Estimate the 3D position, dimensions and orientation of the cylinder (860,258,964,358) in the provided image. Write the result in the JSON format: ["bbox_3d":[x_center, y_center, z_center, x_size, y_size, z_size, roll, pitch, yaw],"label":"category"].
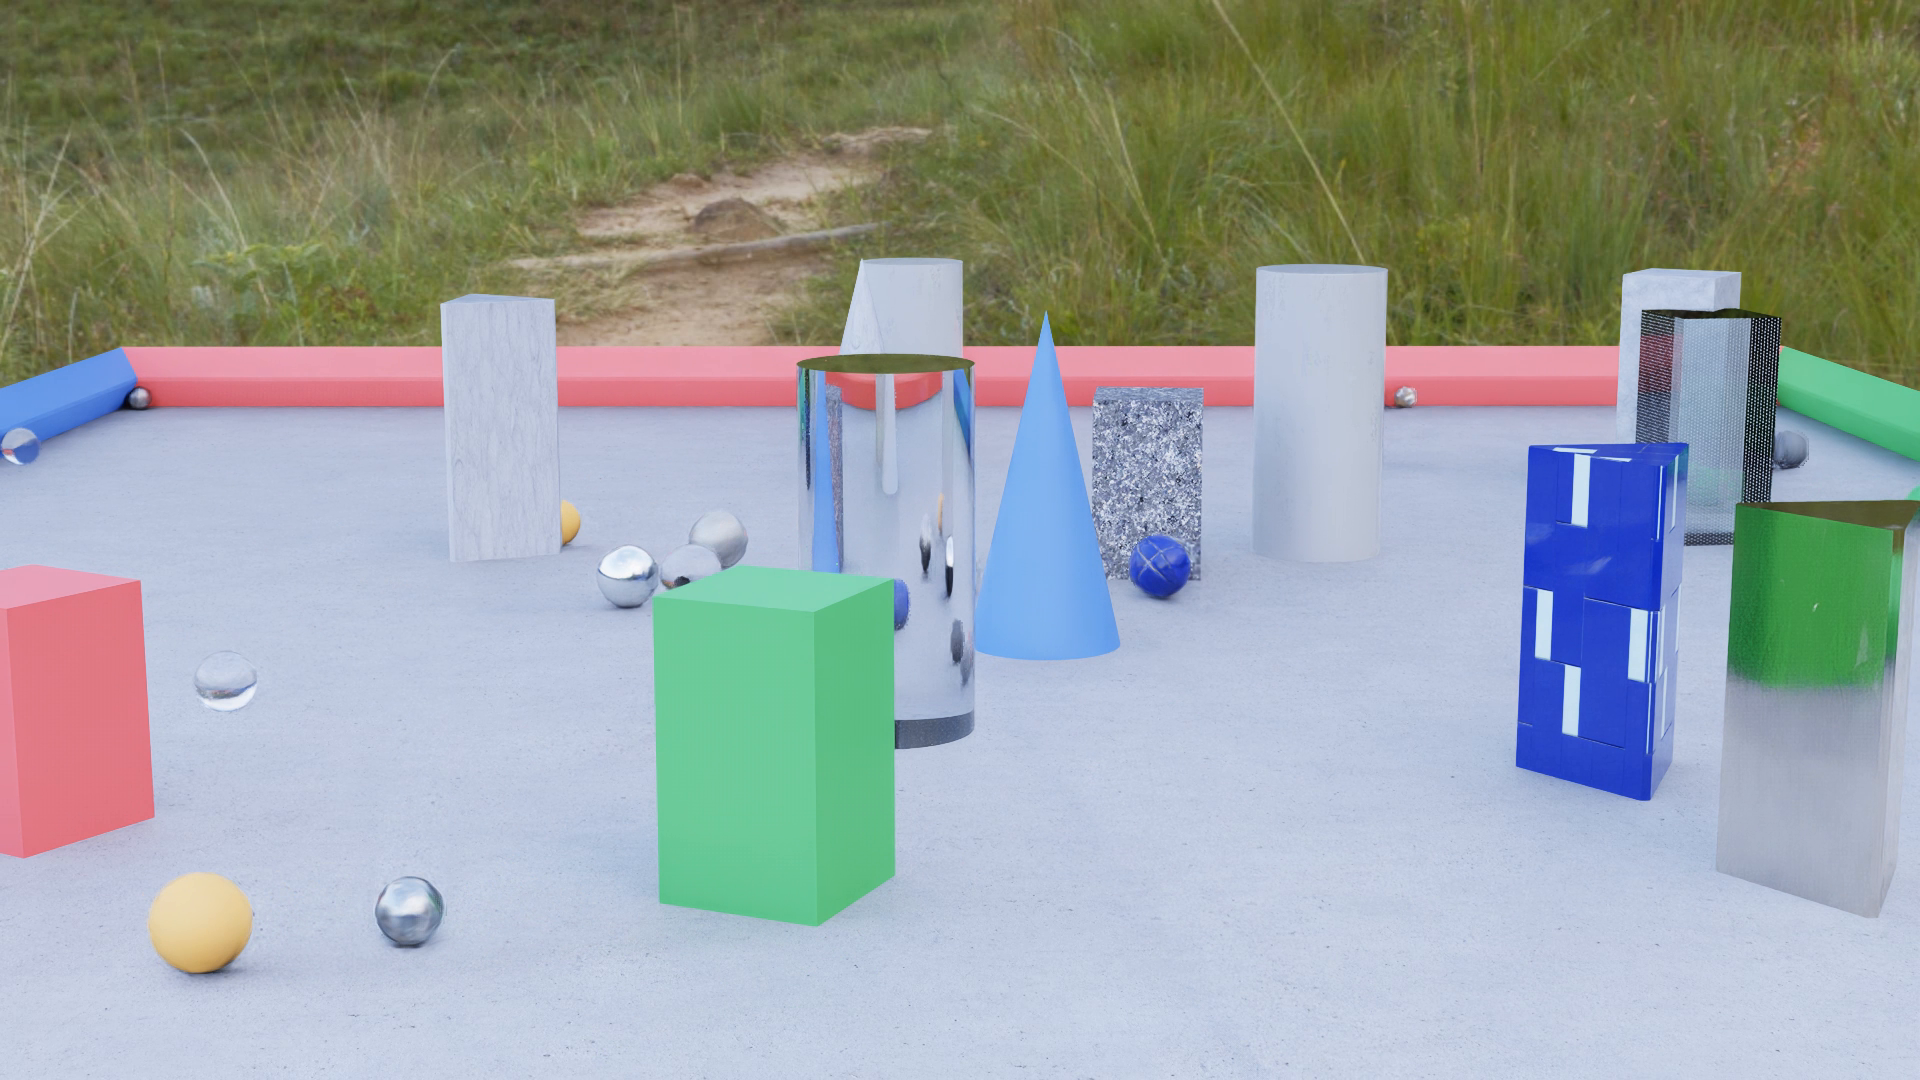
[{"bbox_3d":[-0.091,-0.346,4.855,0.194,0.360,0.194,0,11,0],"label":"cylinder"}]

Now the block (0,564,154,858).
[{"bbox_3d":[-0.895,0.160,2.466,0.156,0.237,0.156,6,12,31],"label":"block"}]

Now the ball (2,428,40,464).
[{"bbox_3d":[-1.728,-0.172,4.718,0.067,0.067,0.067,0,11,0],"label":"ball"}]

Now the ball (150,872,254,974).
[{"bbox_3d":[-0.616,0.310,2.082,0.081,0.081,0.081,0,11,0],"label":"ball"}]

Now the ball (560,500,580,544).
[{"bbox_3d":[-0.617,-0.027,3.930,0.071,0.071,0.071,0,11,0],"label":"ball"}]

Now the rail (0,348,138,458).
[{"bbox_3d":[-1.765,0.034,3.439,0.045,0.126,4.227,0,11,0],"label":"rail"}]

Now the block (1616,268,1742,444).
[{"bbox_3d":[1.228,-0.269,4.395,0.156,0.376,0.156,7,12,32],"label":"block"}]

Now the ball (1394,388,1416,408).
[{"bbox_3d":[0.951,-0.305,5.494,0.045,0.045,0.045,0,11,0],"label":"ball"}]

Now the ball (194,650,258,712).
[{"bbox_3d":[-0.835,0.161,2.916,0.070,0.070,0.070,0,11,0],"label":"ball"}]

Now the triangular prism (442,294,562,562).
[{"bbox_3d":[-0.708,-0.174,3.867,0.168,0.382,0.146,-5,12,-25],"label":"triangular prism"}]

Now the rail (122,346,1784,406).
[{"bbox_3d":[-0.012,-0.349,5.504,3.577,0.126,0.045,0,11,0],"label":"rail"}]

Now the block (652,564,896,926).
[{"bbox_3d":[-0.162,0.177,2.269,0.156,0.275,0.156,5,11,24],"label":"block"}]

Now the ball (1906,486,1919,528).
[{"bbox_3d":[1.532,-0.053,4.060,0.073,0.073,0.073,0,11,0],"label":"ball"}]

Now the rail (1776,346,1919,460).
[{"bbox_3d":[1.765,0.031,3.459,0.045,0.126,4.227,0,11,0],"label":"rail"}]

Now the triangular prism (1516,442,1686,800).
[{"bbox_3d":[0.694,0.074,2.646,0.146,0.339,0.168,-8,13,-36],"label":"triangular prism"}]

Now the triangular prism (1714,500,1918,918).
[{"bbox_3d":[0.800,0.139,2.293,0.146,0.340,0.168,-7,13,-35],"label":"triangular prism"}]

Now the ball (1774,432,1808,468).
[{"bbox_3d":[1.511,-0.165,4.681,0.067,0.067,0.067,0,11,0],"label":"ball"}]

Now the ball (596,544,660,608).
[{"bbox_3d":[-0.450,0.049,3.480,0.085,0.085,0.085,0,11,0],"label":"ball"}]

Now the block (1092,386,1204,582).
[{"bbox_3d":[0.273,-0.084,3.720,0.156,0.258,0.156,1,11,5],"label":"block"}]

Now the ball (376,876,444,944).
[{"bbox_3d":[-0.461,0.310,2.149,0.057,0.057,0.057,0,11,0],"label":"ball"}]

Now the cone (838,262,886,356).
[{"bbox_3d":[-0.171,-0.301,4.523,0.194,0.392,0.194,0,11,0],"label":"cone"}]

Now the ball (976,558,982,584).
[{"bbox_3d":[0.004,0.044,3.589,0.055,0.055,0.055,0,11,0],"label":"ball"}]

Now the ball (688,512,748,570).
[{"bbox_3d":[-0.352,0.001,3.734,0.086,0.086,0.086,0,11,0],"label":"ball"}]

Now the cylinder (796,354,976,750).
[{"bbox_3d":[-0.080,0.008,2.819,0.194,0.406,0.194,0,11,0],"label":"cylinder"}]

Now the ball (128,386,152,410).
[{"bbox_3d":[-1.749,-0.303,5.475,0.048,0.048,0.048,0,11,0],"label":"ball"}]

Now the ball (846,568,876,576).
[{"bbox_3d":[-0.133,0.072,3.403,0.068,0.068,0.068,0,11,0],"label":"ball"}]

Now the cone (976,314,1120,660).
[{"bbox_3d":[0.107,-0.078,3.231,0.194,0.424,0.194,0,11,0],"label":"cone"}]

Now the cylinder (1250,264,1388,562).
[{"bbox_3d":[0.538,-0.194,3.853,0.194,0.426,0.194,0,11,0],"label":"cylinder"}]

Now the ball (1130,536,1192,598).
[{"bbox_3d":[0.277,0.037,3.545,0.084,0.084,0.084,0,11,0],"label":"ball"}]

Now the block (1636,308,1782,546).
[{"bbox_3d":[1.154,-0.177,3.977,0.156,0.348,0.156,-2,11,-9],"label":"block"}]

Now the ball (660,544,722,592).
[{"bbox_3d":[-0.365,0.047,3.490,0.084,0.084,0.084,0,11,0],"label":"ball"}]
